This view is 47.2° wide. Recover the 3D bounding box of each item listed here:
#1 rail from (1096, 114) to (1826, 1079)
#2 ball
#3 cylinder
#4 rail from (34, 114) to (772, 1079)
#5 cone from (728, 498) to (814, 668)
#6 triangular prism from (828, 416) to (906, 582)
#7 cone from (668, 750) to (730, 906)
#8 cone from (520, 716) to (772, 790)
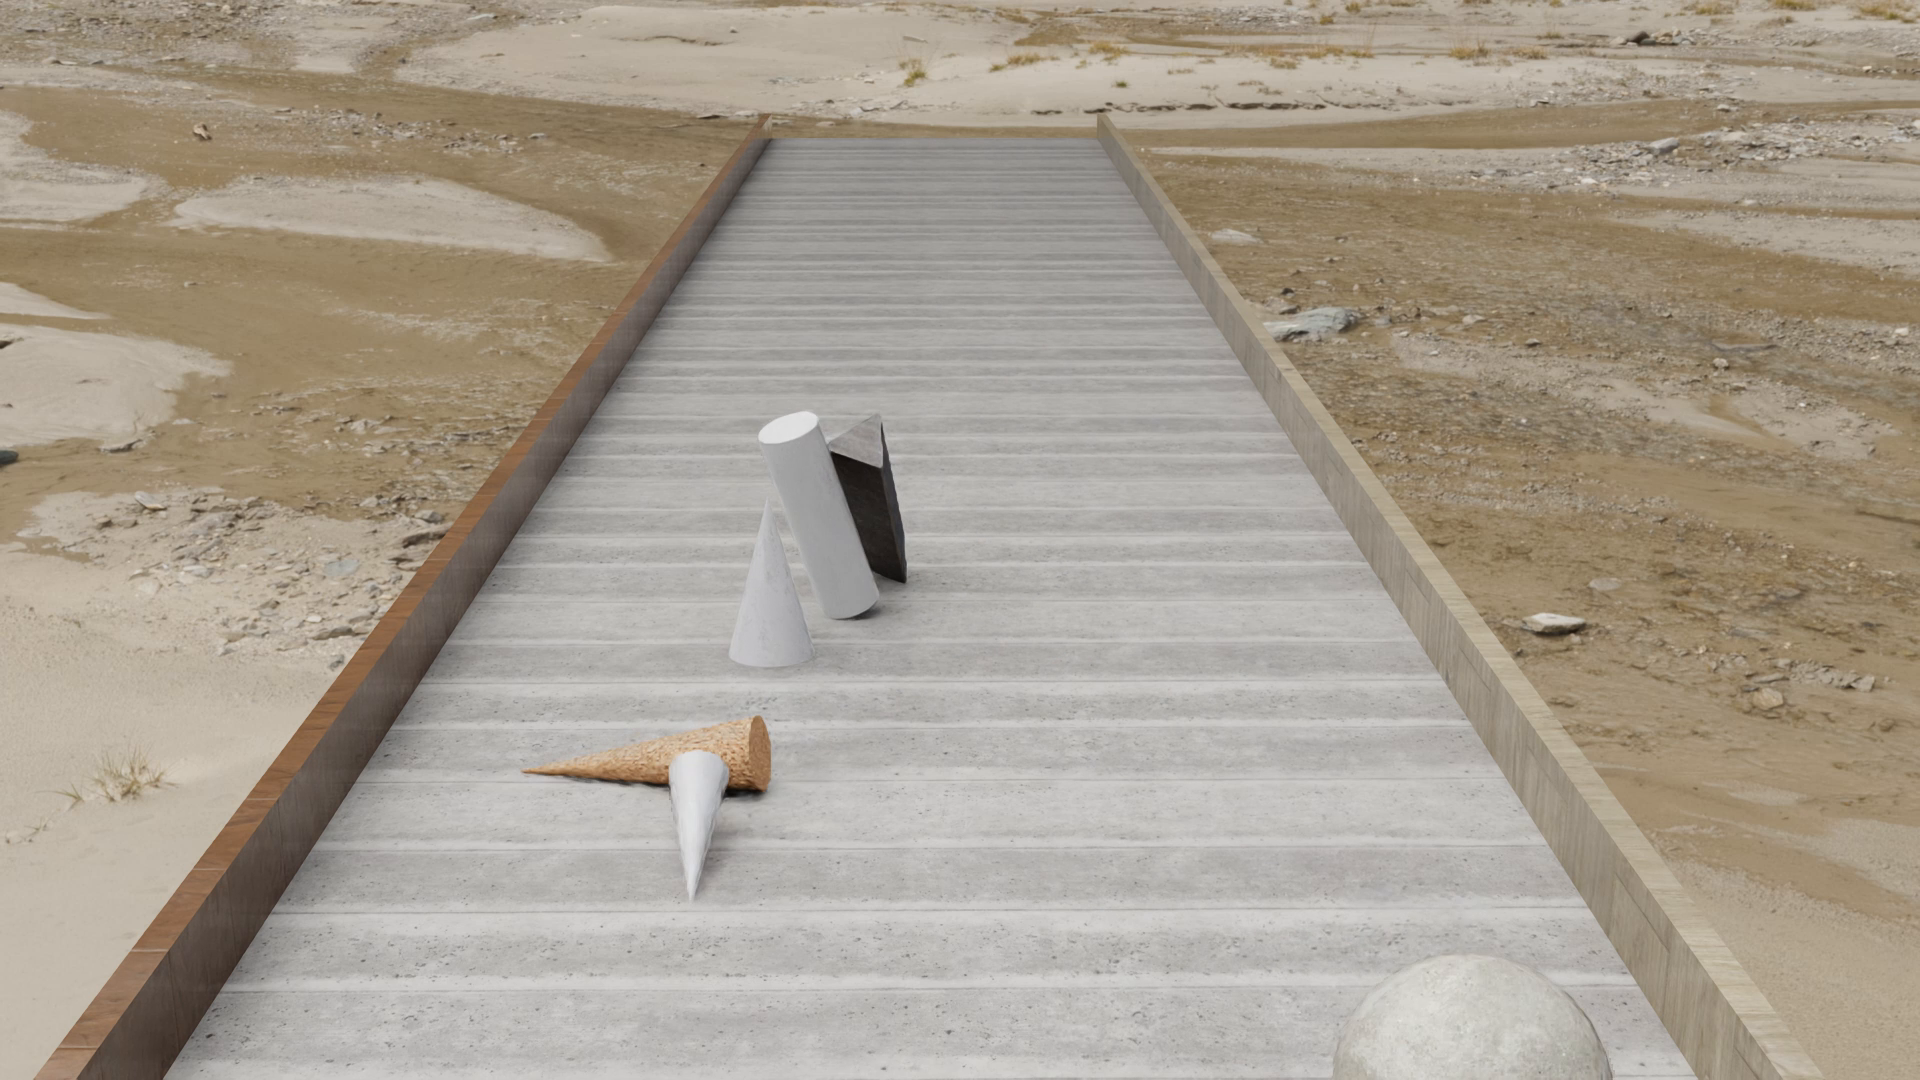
[{"bbox_3d":[0.932,-0.844,7.801,0.050,0.150,12.000,0,17,-1],"label":"rail"},{"bbox_3d":[0.588,0.636,2.529,0.319,0.319,0.319,0,17,0],"label":"ball"},{"bbox_3d":[-0.293,-0.049,4.604,0.129,0.430,0.129,-14,28,8],"label":"cylinder"},{"bbox_3d":[-1.118,-0.838,7.780,0.050,0.150,12.000,0,17,-1],"label":"rail"},{"bbox_3d":[-0.381,0.069,4.412,0.175,0.332,0.175,0,17,0],"label":"cone"},{"bbox_3d":[-0.177,-0.095,4.768,0.138,0.443,0.119,20,61,18],"label":"triangular prism"},{"bbox_3d":[-0.420,0.472,3.480,0.100,0.100,0.322,-1,33,-3],"label":"cone"},{"bbox_3d":[-0.561,0.386,3.813,0.449,0.130,0.130,-5,15,12],"label":"cone"}]
